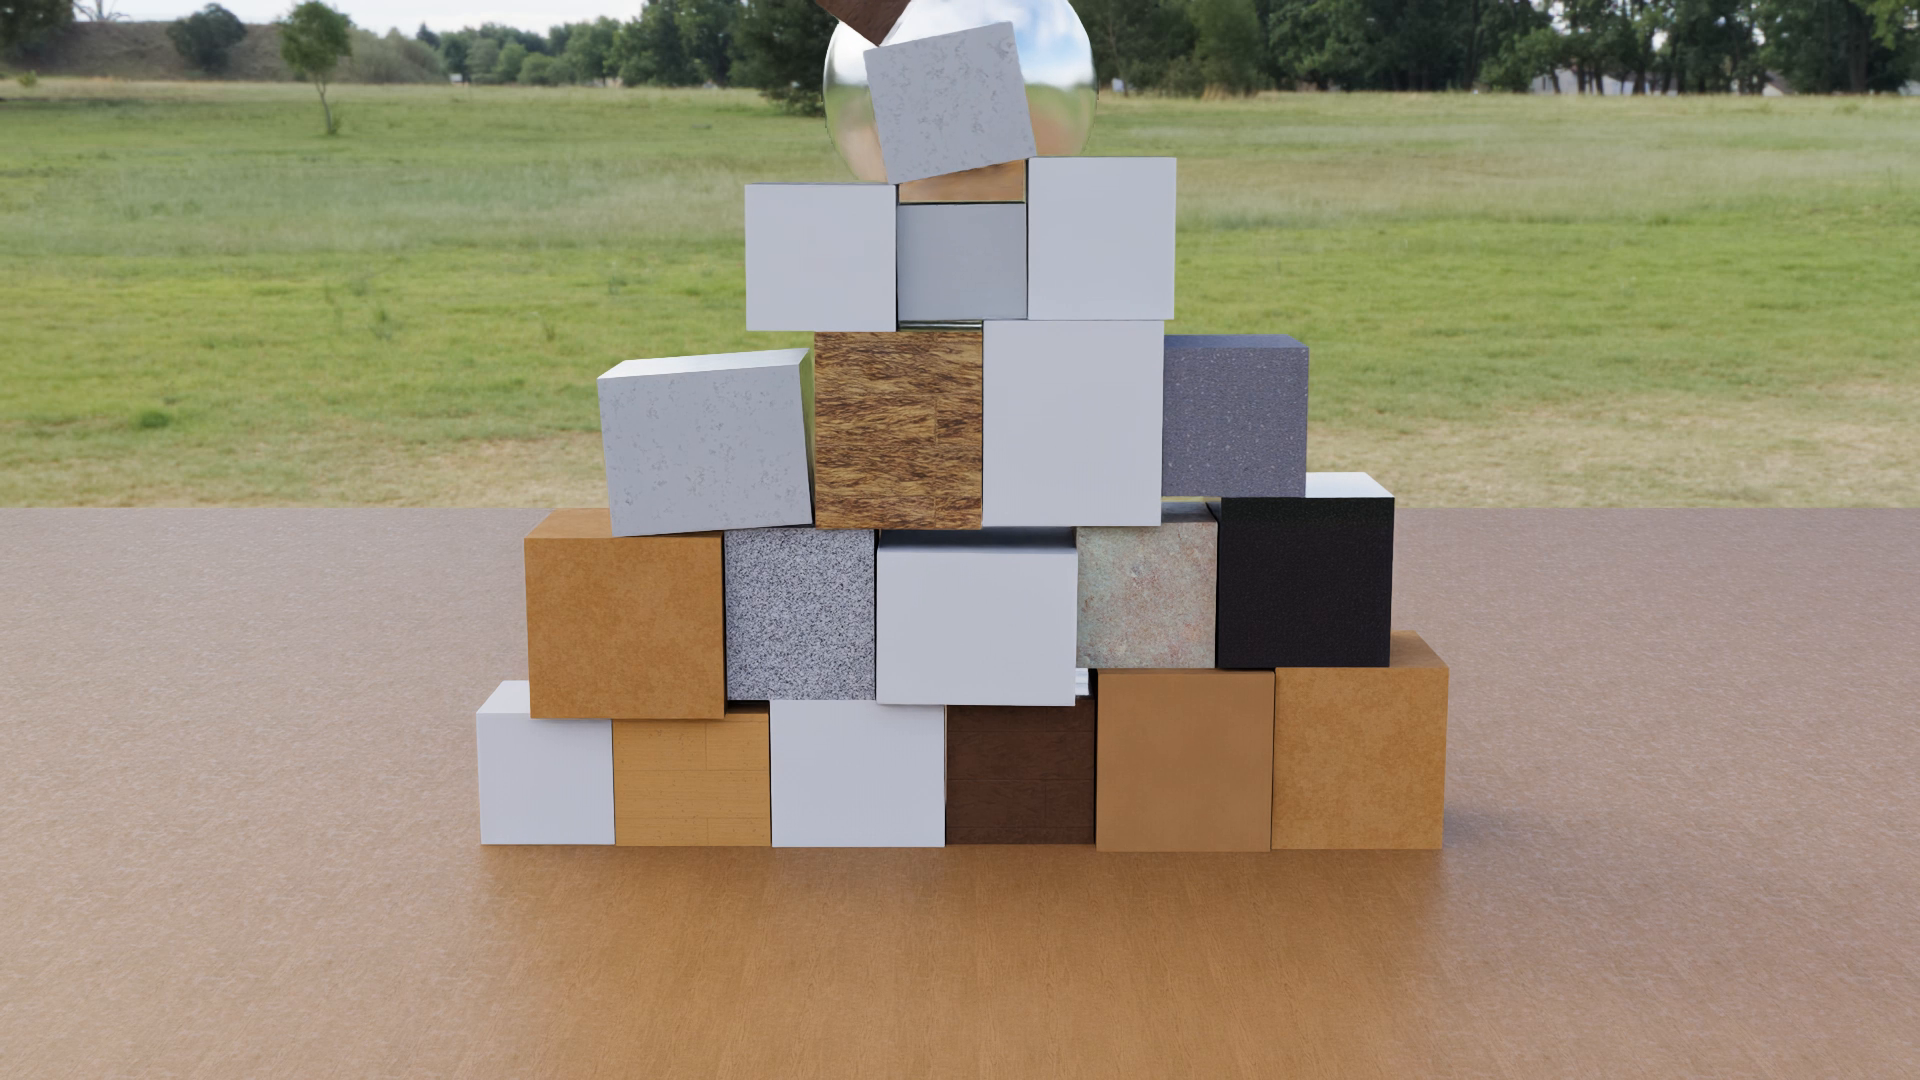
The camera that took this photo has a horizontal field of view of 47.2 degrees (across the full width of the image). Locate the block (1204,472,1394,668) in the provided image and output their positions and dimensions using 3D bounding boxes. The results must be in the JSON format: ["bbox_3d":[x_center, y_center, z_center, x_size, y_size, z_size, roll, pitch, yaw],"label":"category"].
[{"bbox_3d":[1.700,0.138,11.199,0.846,0.851,0.809,0,10,0],"label":"block"}]

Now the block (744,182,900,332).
[{"bbox_3d":[-0.669,-1.418,10.925,0.720,0.695,0.748,0,10,0],"label":"block"}]

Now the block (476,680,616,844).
[{"bbox_3d":[-2.081,1.141,11.378,0.675,0.684,0.670,0,10,0],"label":"block"}]

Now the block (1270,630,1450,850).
[{"bbox_3d":[1.990,1.016,11.367,0.857,0.934,0.844,0,10,0],"label":"block"}]

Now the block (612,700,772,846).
[{"bbox_3d":[-1.344,1.137,11.394,0.779,0.686,0.750,0,10,0],"label":"block"}]

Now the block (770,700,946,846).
[{"bbox_3d":[-0.512,1.099,11.394,0.867,0.760,0.802,0,10,0],"label":"block"}]

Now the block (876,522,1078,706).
[{"bbox_3d":[0.081,0.357,11.237,0.980,0.760,0.926,1,10,0],"label":"block"}]

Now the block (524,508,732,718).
[{"bbox_3d":[-1.646,0.357,11.235,0.958,0.906,0.892,0,10,0],"label":"block"}]

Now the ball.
[{"bbox_3d":[0.000,-2.627,12.811,1.600,1.600,1.600,0,10,0],"label":"ball"}]

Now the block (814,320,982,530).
[{"bbox_3d":[-0.298,-0.600,11.066,0.810,0.963,0.817,0,10,0],"label":"block"}]

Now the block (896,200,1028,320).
[{"bbox_3d":[0.009,-1.392,10.908,0.627,0.551,0.550,-1,10,0],"label":"block"}]

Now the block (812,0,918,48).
[{"bbox_3d":[-0.450,-2.774,10.667,0.551,0.558,0.568,35,8,-6],"label":"block"}]

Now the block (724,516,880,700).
[{"bbox_3d":[-0.790,0.298,11.249,0.733,0.870,0.789,0,10,0],"label":"block"}]

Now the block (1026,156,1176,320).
[{"bbox_3d":[0.684,-1.505,10.896,0.706,0.774,0.624,0,10,0],"label":"block"}]

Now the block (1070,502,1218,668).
[{"bbox_3d":[0.923,0.218,11.222,0.693,0.736,0.658,0,10,0],"label":"block"}]

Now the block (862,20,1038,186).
[{"bbox_3d":[-0.048,-2.135,10.780,0.723,0.644,0.622,-11,10,2],"label":"block"}]

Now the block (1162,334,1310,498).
[{"bbox_3d":[1.337,-0.635,11.046,0.702,0.729,0.739,0,10,0],"label":"block"}]

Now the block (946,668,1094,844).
[{"bbox_3d":[0.302,1.105,11.386,0.741,0.753,0.701,0,10,0],"label":"block"}]

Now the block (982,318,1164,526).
[{"bbox_3d":[0.547,-0.636,11.071,0.867,0.999,0.844,0,10,0],"label":"block"}]

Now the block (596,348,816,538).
[{"bbox_3d":[-1.237,-0.508,11.095,0.977,0.780,0.878,-4,10,1],"label":"block"}]

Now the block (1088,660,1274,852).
[{"bbox_3d":[1.117,1.031,11.354,0.869,0.910,0.893,0,10,0],"label":"block"}]
